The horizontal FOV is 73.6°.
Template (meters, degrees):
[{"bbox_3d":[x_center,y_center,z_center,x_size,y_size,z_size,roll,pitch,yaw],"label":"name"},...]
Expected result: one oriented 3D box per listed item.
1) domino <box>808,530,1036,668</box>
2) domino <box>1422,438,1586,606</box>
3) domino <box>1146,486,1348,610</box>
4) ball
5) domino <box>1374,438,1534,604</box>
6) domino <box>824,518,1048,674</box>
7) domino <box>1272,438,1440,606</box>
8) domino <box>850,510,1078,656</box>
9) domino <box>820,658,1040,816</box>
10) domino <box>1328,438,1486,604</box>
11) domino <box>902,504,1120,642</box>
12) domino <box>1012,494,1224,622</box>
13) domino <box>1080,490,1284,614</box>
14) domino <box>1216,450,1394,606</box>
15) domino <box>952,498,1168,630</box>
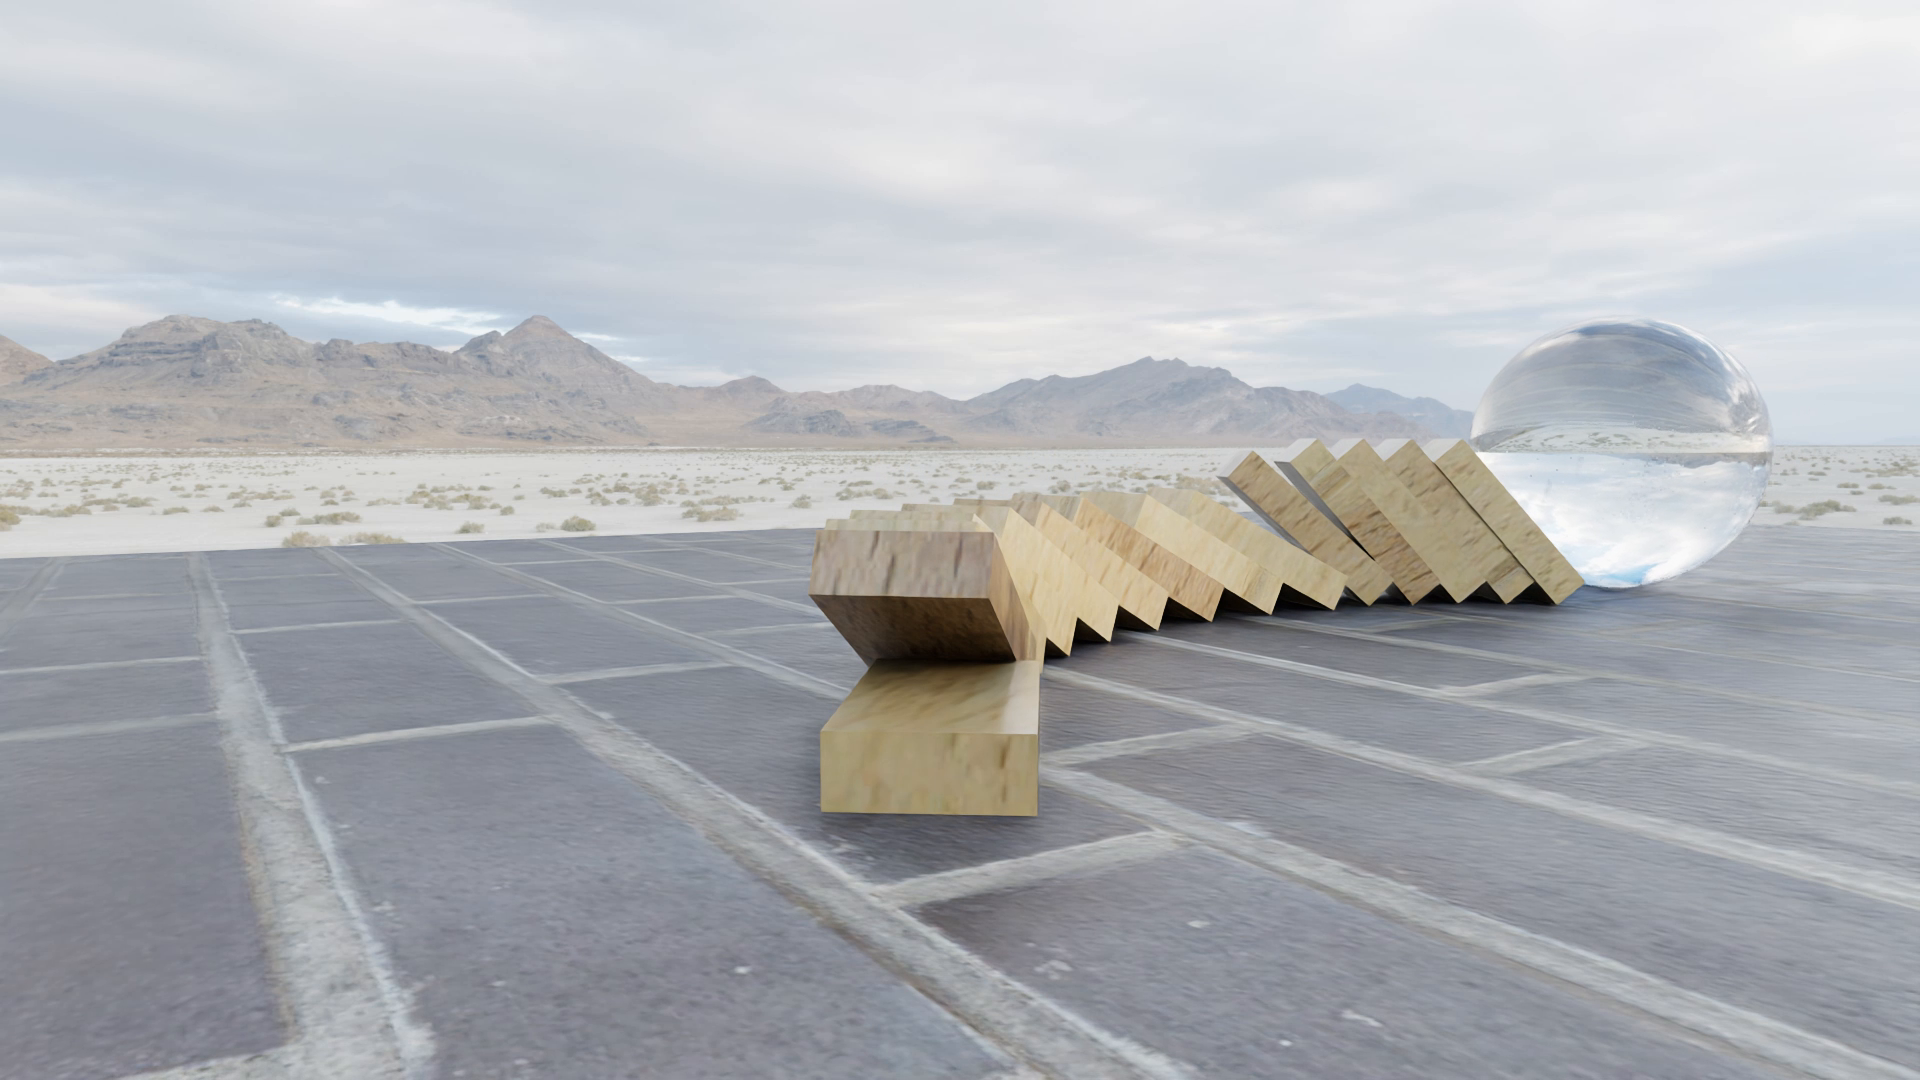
[{"bbox_3d":[-0.004,0.013,0.197,0.025,0.009,0.050,1,-22,11],"label":"domino"},{"bbox_3d":[0.145,-0.006,0.350,0.010,0.050,0.025,-41,1,5],"label":"domino"},{"bbox_3d":[0.073,0.002,0.332,0.050,0.010,0.025,27,-5,-18],"label":"domino"},{"bbox_3d":[0.192,-0.026,0.377,0.080,0.080,0.080,0,4,0],"label":"ball"},{"bbox_3d":[0.133,-0.006,0.352,0.009,0.050,0.025,-41,1,5],"label":"domino"},{"bbox_3d":[-0.003,0.011,0.220,0.025,0.009,0.050,1,-22,18],"label":"domino"},{"bbox_3d":[0.108,-0.006,0.350,0.009,0.050,0.025,-41,1,5],"label":"domino"},{"bbox_3d":[0.001,0.009,0.244,0.025,0.009,0.050,2,-21,29],"label":"domino"},{"bbox_3d":[-0.002,0.025,0.172,0.025,0.009,0.050,0,4,4],"label":"domino"},{"bbox_3d":[0.120,-0.006,0.353,0.009,0.050,0.025,-41,1,5],"label":"domino"},{"bbox_3d":[0.010,0.007,0.265,0.025,0.010,0.050,3,-21,34],"label":"domino"},{"bbox_3d":[0.036,0.004,0.304,0.050,0.010,0.025,29,-13,-33],"label":"domino"},{"bbox_3d":[0.054,0.003,0.318,0.050,0.009,0.025,29,-11,-31],"label":"domino"},{"bbox_3d":[0.092,-0.004,0.347,0.050,0.009,0.025,42,5,0],"label":"domino"},{"bbox_3d":[0.022,0.006,0.285,0.025,0.009,0.050,4,-20,44],"label":"domino"}]
